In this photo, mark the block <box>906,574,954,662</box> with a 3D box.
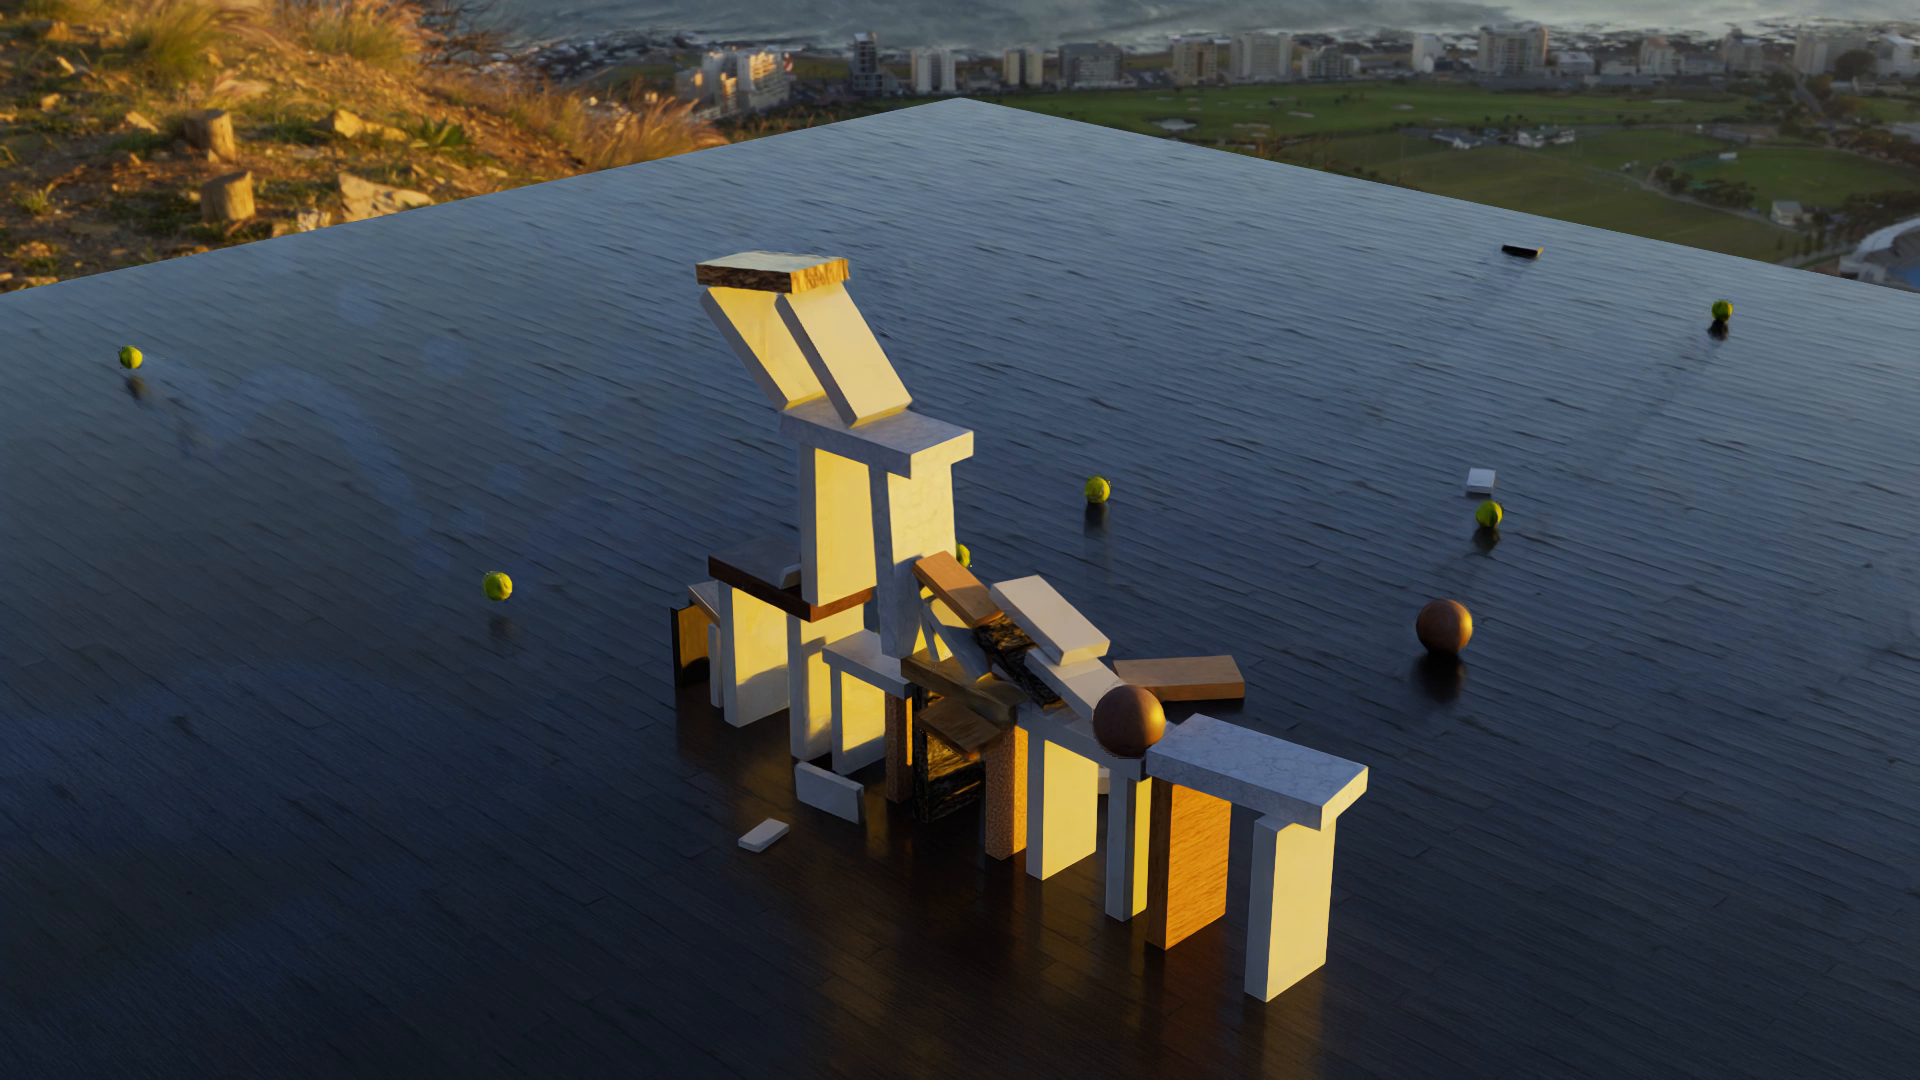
[{"bbox_3d":[-0.042,0.141,4.318,0.025,0.177,0.089,-8,11,46],"label":"block"}]

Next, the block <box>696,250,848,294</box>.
[{"bbox_3d":[-0.375,-0.535,4.379,0.147,0.042,0.294,-21,23,-41],"label":"block"}]

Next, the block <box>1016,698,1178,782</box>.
[{"bbox_3d":[0.269,0.352,4.089,0.153,0.043,0.307,-21,31,-41],"label":"block"}]

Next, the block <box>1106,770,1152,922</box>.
[{"bbox_3d":[0.341,0.542,4.091,0.153,0.307,0.043,-21,31,-41],"label":"block"}]

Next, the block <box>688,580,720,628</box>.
[{"bbox_3d":[-0.523,0.141,4.891,0.098,0.028,0.196,-11,26,-25],"label":"block"}]

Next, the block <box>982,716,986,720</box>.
[{"bbox_3d":[0.117,0.412,4.705,0.275,0.039,0.138,2,17,-3],"label":"block"}]

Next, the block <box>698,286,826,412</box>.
[{"bbox_3d":[-0.382,-0.397,4.424,0.147,0.042,0.294,-23,72,-44],"label":"block"}]

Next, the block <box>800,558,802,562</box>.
[{"bbox_3d":[-0.300,0.048,4.526,0.050,0.101,0.014,-34,62,-14],"label":"block"}]

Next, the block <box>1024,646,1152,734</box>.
[{"bbox_3d":[0.237,0.271,4.102,0.115,0.033,0.230,-14,41,-38],"label":"block"}]

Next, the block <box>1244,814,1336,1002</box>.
[{"bbox_3d":[0.580,0.621,3.856,0.049,0.345,0.172,21,31,41],"label":"block"}]

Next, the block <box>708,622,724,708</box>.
[{"bbox_3d":[-0.510,0.266,4.884,0.098,0.196,0.028,-21,31,-40],"label":"block"}]

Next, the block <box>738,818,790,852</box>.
[{"bbox_3d":[-0.389,0.586,4.362,0.050,0.014,0.101,14,27,30],"label":"block"}]

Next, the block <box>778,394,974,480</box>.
[{"bbox_3d":[-0.166,-0.209,4.297,0.355,0.050,0.177,19,29,37],"label":"block"}]

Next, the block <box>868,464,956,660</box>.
[{"bbox_3d":[-0.088,0.020,4.329,0.050,0.393,0.177,14,26,40],"label":"block"}]

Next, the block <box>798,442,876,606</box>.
[{"bbox_3d":[-0.240,-0.058,4.458,0.177,0.355,0.050,-21,31,-40],"label":"block"}]

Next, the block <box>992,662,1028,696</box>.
[{"bbox_3d":[0.125,0.262,4.182,0.120,0.017,0.060,33,37,26],"label":"block"}]

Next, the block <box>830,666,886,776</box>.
[{"bbox_3d":[-0.212,0.359,4.601,0.035,0.246,0.123,21,31,41],"label":"block"}]

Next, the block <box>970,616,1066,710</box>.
[{"bbox_3d":[0.136,0.229,4.189,0.115,0.033,0.230,-13,43,-37],"label":"block"}]

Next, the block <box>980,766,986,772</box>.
[{"bbox_3d":[0.070,0.467,4.639,0.060,0.017,0.120,-13,26,-29],"label":"block"}]

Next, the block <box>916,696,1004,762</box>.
[{"bbox_3d":[-0.001,0.353,4.132,0.082,0.023,0.165,-27,37,-28],"label":"block"}]

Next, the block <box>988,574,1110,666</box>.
[{"bbox_3d":[0.169,0.151,4.199,0.115,0.033,0.230,-10,39,-37],"label":"block"}]

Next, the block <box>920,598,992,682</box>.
[{"bbox_3d":[0.011,0.186,4.269,0.089,0.025,0.177,-24,71,-43],"label":"block"}]

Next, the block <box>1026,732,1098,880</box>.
[{"bbox_3d":[0.197,0.485,4.224,0.153,0.307,0.043,-21,31,-41],"label":"block"}]

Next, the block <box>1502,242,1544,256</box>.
[{"bbox_3d":[2.138,-1.108,8.348,0.136,0.019,0.068,15,27,32],"label":"block"}]

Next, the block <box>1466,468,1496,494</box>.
[{"bbox_3d":[1.451,-0.165,6.126,0.068,0.019,0.136,7,24,16],"label":"block"}]

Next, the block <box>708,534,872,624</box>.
[{"bbox_3d":[-0.362,0.079,4.653,0.168,0.048,0.337,-21,31,-40],"label":"block"}]

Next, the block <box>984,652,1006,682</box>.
[{"bbox_3d":[0.078,0.217,4.249,0.060,0.017,0.124,3,50,-27],"label":"block"}]

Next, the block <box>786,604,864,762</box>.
[{"bbox_3d":[-0.282,0.287,4.654,0.168,0.337,0.048,-20,30,-39],"label":"block"}]

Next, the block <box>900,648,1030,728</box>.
[{"bbox_3d":[0.042,0.273,4.286,0.152,0.043,0.303,-20,30,-39],"label":"block"}]

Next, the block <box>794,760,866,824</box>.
[{"bbox_3d":[-0.263,0.511,4.449,0.165,0.082,0.023,17,33,34],"label":"block"}]

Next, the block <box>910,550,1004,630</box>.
[{"bbox_3d":[-0.003,0.095,4.256,0.089,0.025,0.177,-22,55,-43],"label":"block"}]

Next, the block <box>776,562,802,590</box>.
[{"bbox_3d":[-0.329,0.068,4.550,0.101,0.050,0.014,-19,57,-37],"label":"block"}]

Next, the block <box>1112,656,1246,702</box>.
[{"bbox_3d":[0.493,0.314,4.970,0.275,0.039,0.138,-2,23,-6],"label":"block"}]

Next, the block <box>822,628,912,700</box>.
[{"bbox_3d":[-0.154,0.252,4.493,0.246,0.035,0.123,21,31,41],"label":"block"}]

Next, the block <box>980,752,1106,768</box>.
[{"bbox_3d":[0.178,0.453,4.521,0.376,0.019,0.068,-1,-15,14],"label":"block"}]

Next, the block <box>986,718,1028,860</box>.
[{"bbox_3d":[0.119,0.459,4.291,0.152,0.303,0.043,-21,31,-41],"label":"block"}]

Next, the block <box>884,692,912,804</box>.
[{"bbox_3d":[-0.096,0.404,4.494,0.035,0.246,0.123,21,31,41],"label":"block"}]

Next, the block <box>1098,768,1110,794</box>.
[{"bbox_3d":[0.352,0.478,4.585,0.337,0.039,0.138,0,23,-1],"label":"block"}]

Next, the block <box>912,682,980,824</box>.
[{"bbox_3d":[-0.027,0.404,4.420,0.043,0.303,0.152,21,31,40],"label":"block"}]

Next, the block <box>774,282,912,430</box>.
[{"bbox_3d":[-0.229,-0.367,4.301,0.147,0.042,0.294,-22,76,-42],"label":"block"}]

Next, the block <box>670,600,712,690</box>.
[{"bbox_3d":[-0.602,0.230,4.969,0.028,0.196,0.098,21,31,41],"label":"block"}]

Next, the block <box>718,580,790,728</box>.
[{"bbox_3d":[-0.440,0.225,4.799,0.168,0.337,0.048,-21,31,-40],"label":"block"}]

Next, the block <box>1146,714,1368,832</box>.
[{"bbox_3d":[0.520,0.404,3.863,0.345,0.049,0.172,16,28,33],"label":"block"}]

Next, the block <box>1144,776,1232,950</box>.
[{"bbox_3d":[0.417,0.558,4.005,0.172,0.345,0.049,-21,31,-41],"label":"block"}]
